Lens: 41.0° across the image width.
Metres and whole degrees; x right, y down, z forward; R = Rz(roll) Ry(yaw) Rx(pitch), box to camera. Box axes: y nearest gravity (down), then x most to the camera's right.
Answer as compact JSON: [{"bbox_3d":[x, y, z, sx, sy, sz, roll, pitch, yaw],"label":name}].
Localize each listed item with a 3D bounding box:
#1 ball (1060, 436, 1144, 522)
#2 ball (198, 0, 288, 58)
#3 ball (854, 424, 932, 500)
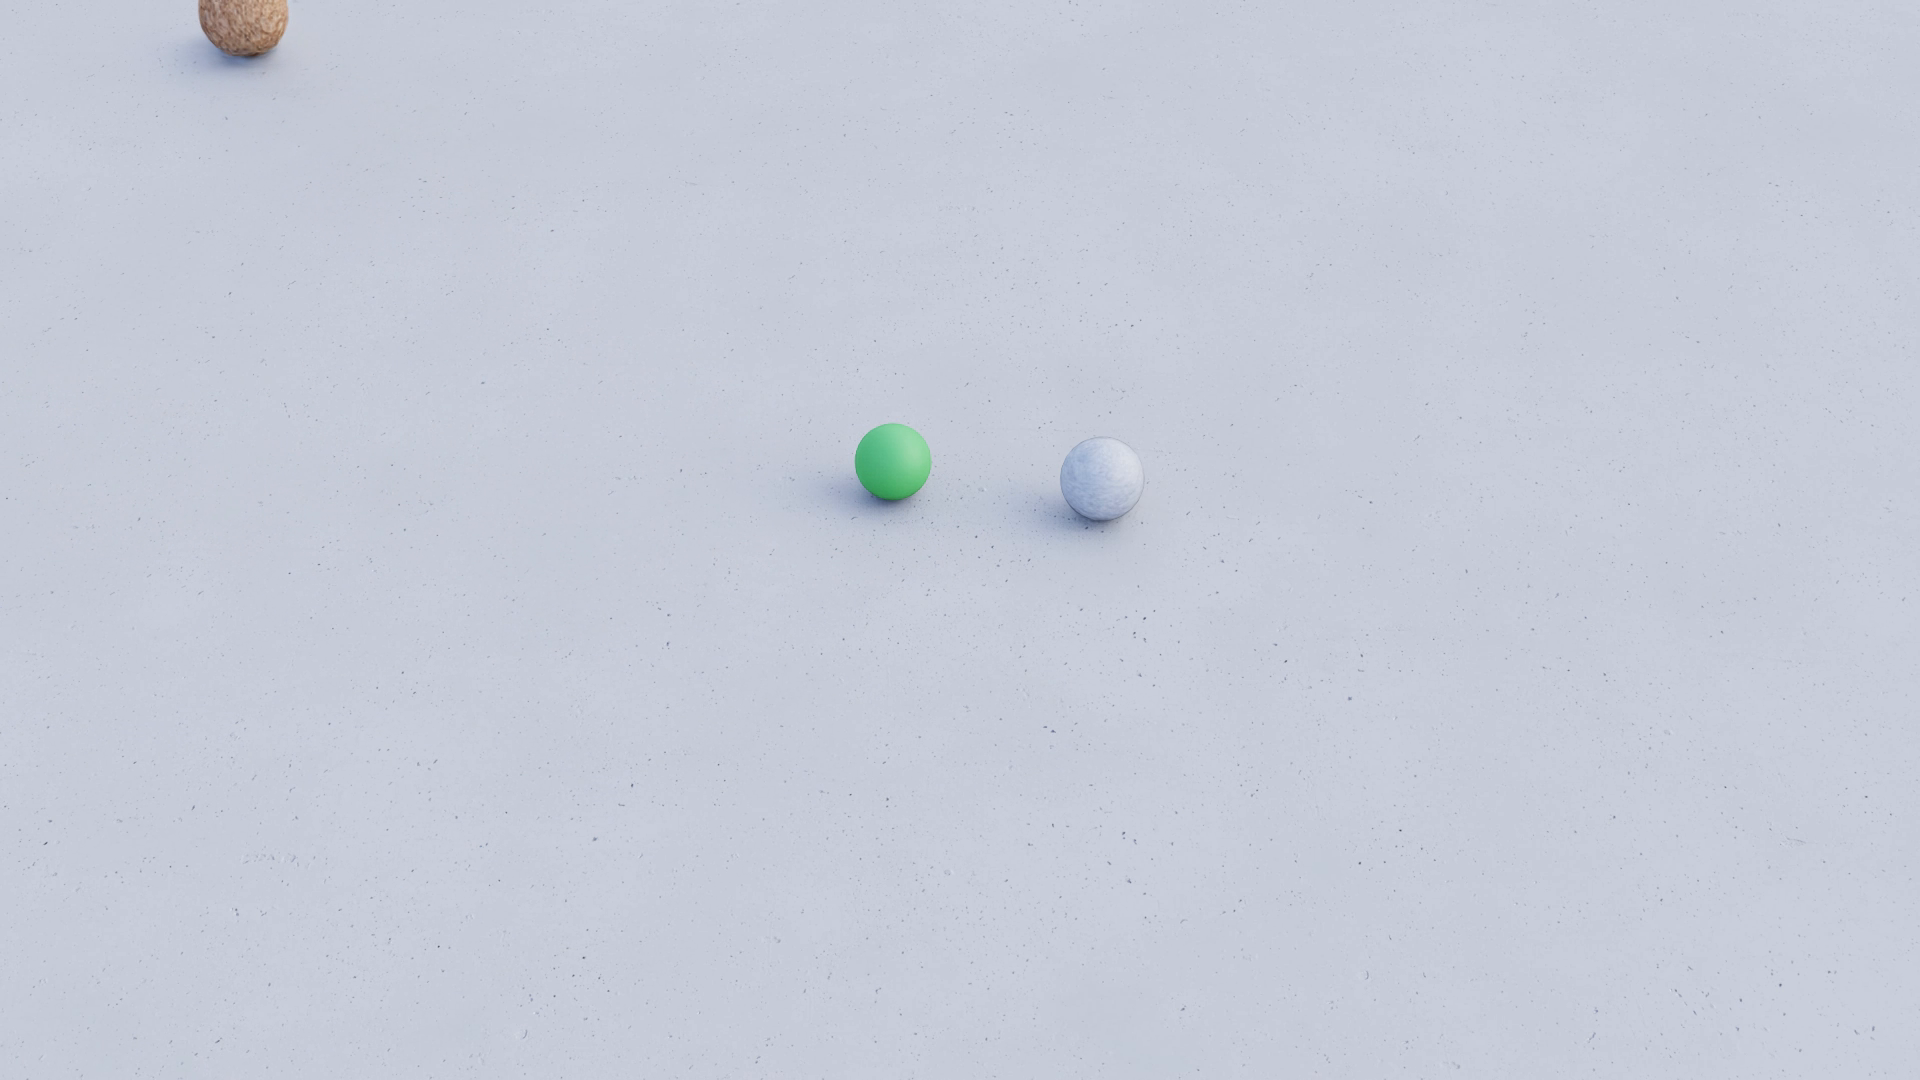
[{"bbox_3d":[0.086,-0.037,1.556,0.052,0.052,0.052,0,37,0],"label":"ball"},{"bbox_3d":[-0.572,-0.421,2.047,0.070,0.070,0.070,0,37,0],"label":"ball"},{"bbox_3d":[-0.041,-0.048,1.574,0.047,0.047,0.047,0,37,0],"label":"ball"}]
